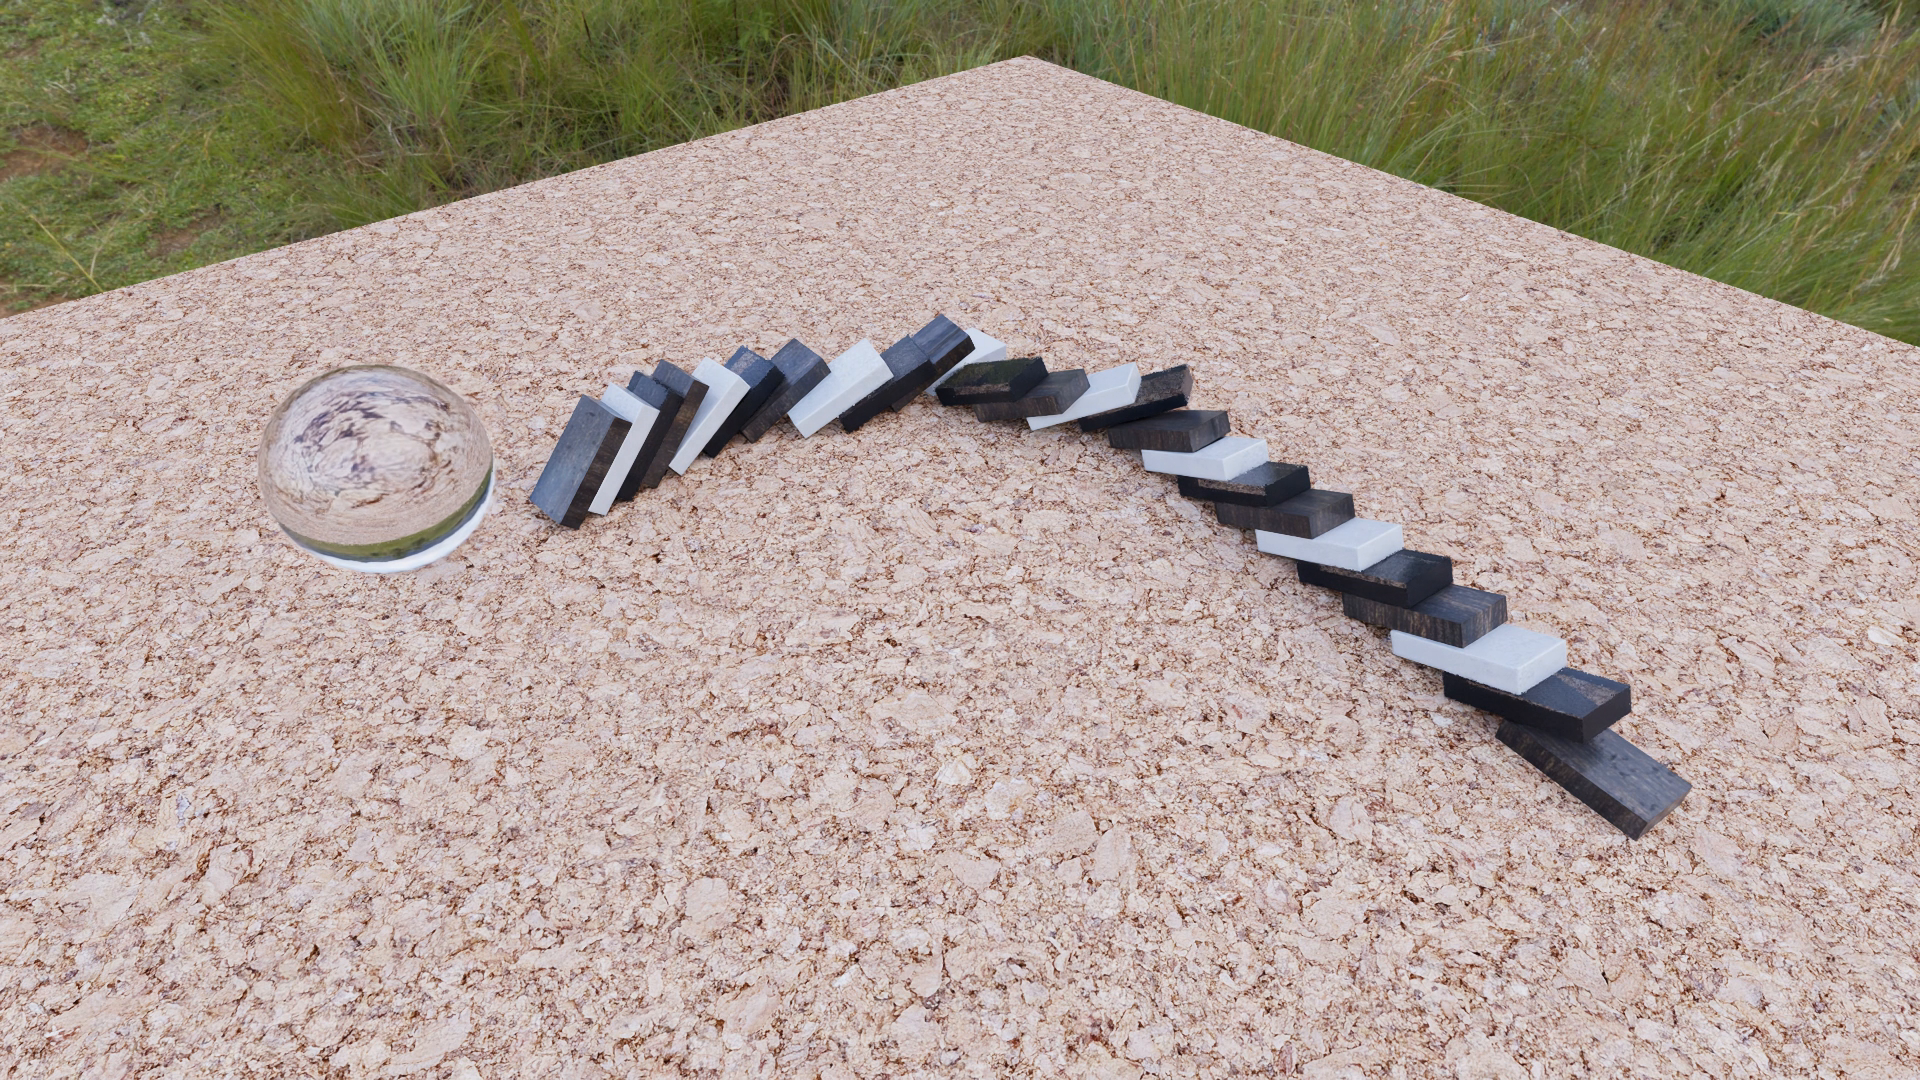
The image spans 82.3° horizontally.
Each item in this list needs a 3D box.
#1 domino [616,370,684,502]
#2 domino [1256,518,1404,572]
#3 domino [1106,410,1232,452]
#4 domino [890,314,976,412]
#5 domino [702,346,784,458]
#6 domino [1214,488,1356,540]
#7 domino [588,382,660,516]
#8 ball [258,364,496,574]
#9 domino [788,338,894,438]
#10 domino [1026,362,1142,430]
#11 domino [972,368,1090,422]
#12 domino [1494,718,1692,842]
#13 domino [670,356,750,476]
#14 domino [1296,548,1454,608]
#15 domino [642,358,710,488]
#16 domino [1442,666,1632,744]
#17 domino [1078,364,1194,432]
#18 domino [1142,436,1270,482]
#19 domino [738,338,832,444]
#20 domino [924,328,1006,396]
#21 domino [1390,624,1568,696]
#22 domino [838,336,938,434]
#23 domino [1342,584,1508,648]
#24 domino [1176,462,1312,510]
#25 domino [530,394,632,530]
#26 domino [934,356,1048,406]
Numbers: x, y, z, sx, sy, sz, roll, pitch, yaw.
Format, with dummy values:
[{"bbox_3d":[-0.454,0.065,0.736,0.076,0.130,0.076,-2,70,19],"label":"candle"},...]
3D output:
[{"bbox_3d":[-0.140,-0.045,0.472,0.025,0.050,0.009,32,6,33],"label":"domino"},{"bbox_3d":[0.143,-0.001,0.428,0.025,0.009,0.050,-23,20,-26],"label":"domino"},{"bbox_3d":[0.092,-0.049,0.487,0.025,0.010,0.050,-28,21,-30],"label":"domino"},{"bbox_3d":[-0.020,-0.086,0.532,0.050,0.009,0.025,-40,51,-6],"label":"domino"},{"bbox_3d":[-0.106,-0.063,0.503,0.025,0.009,0.050,32,77,33],"label":"domino"},{"bbox_3d":[0.130,-0.013,0.443,0.025,0.010,0.050,-24,20,-26],"label":"domino"},{"bbox_3d":[-0.149,-0.039,0.464,0.025,0.050,0.010,32,6,33],"label":"domino"},{"bbox_3d":[-0.221,-0.027,0.421,0.080,0.080,0.080,0,39,0],"label":"ball"},{"bbox_3d":[-0.058,-0.071,0.512,0.050,0.009,0.025,-35,46,-1],"label":"domino"},{"bbox_3d":[0.057,-0.066,0.506,0.050,0.009,0.025,-13,27,25],"label":"domino"},{"bbox_3d":[0.032,-0.067,0.507,0.050,0.009,0.025,0,35,44],"label":"domino"},{"bbox_3d":[0.204,0.071,0.356,0.025,0.010,0.050,-23,45,-25],"label":"domino"},{"bbox_3d":[-0.119,-0.056,0.491,0.025,0.009,0.050,32,82,33],"label":"domino"},{"bbox_3d":[0.155,0.011,0.414,0.025,0.010,0.050,-23,20,-26],"label":"domino"},{"bbox_3d":[-0.131,-0.051,0.479,0.025,0.050,0.009,32,6,33],"label":"domino"},{"bbox_3d":[0.191,0.050,0.366,0.025,0.009,0.050,-22,20,-24],"label":"domino"},{"bbox_3d":[0.080,-0.065,0.505,0.050,0.009,0.025,-13,27,26],"label":"domino"},{"bbox_3d":[0.104,-0.036,0.472,0.025,0.009,0.050,-24,20,-26],"label":"domino"},{"bbox_3d":[-0.087,-0.070,0.513,0.050,0.010,0.025,-44,52,-9],"label":"domino"},{"bbox_3d":[-0.003,-0.090,0.554,0.050,0.010,0.025,-31,48,-32],"label":"domino"},{"bbox_3d":[0.179,0.037,0.382,0.025,0.009,0.050,-22,20,-24],"label":"domino"},{"bbox_3d":[-0.038,-0.074,0.518,0.050,0.010,0.025,-35,46,-2],"label":"domino"},{"bbox_3d":[0.168,0.024,0.399,0.025,0.009,0.050,-23,21,-26],"label":"domino"},{"bbox_3d":[0.117,-0.024,0.457,0.025,0.009,0.050,-24,20,-26],"label":"domino"},{"bbox_3d":[-0.158,-0.033,0.457,0.025,0.050,0.010,32,6,33],"label":"domino"},{"bbox_3d":[0.014,-0.074,0.516,0.050,0.009,0.025,4,37,47],"label":"domino"}]
